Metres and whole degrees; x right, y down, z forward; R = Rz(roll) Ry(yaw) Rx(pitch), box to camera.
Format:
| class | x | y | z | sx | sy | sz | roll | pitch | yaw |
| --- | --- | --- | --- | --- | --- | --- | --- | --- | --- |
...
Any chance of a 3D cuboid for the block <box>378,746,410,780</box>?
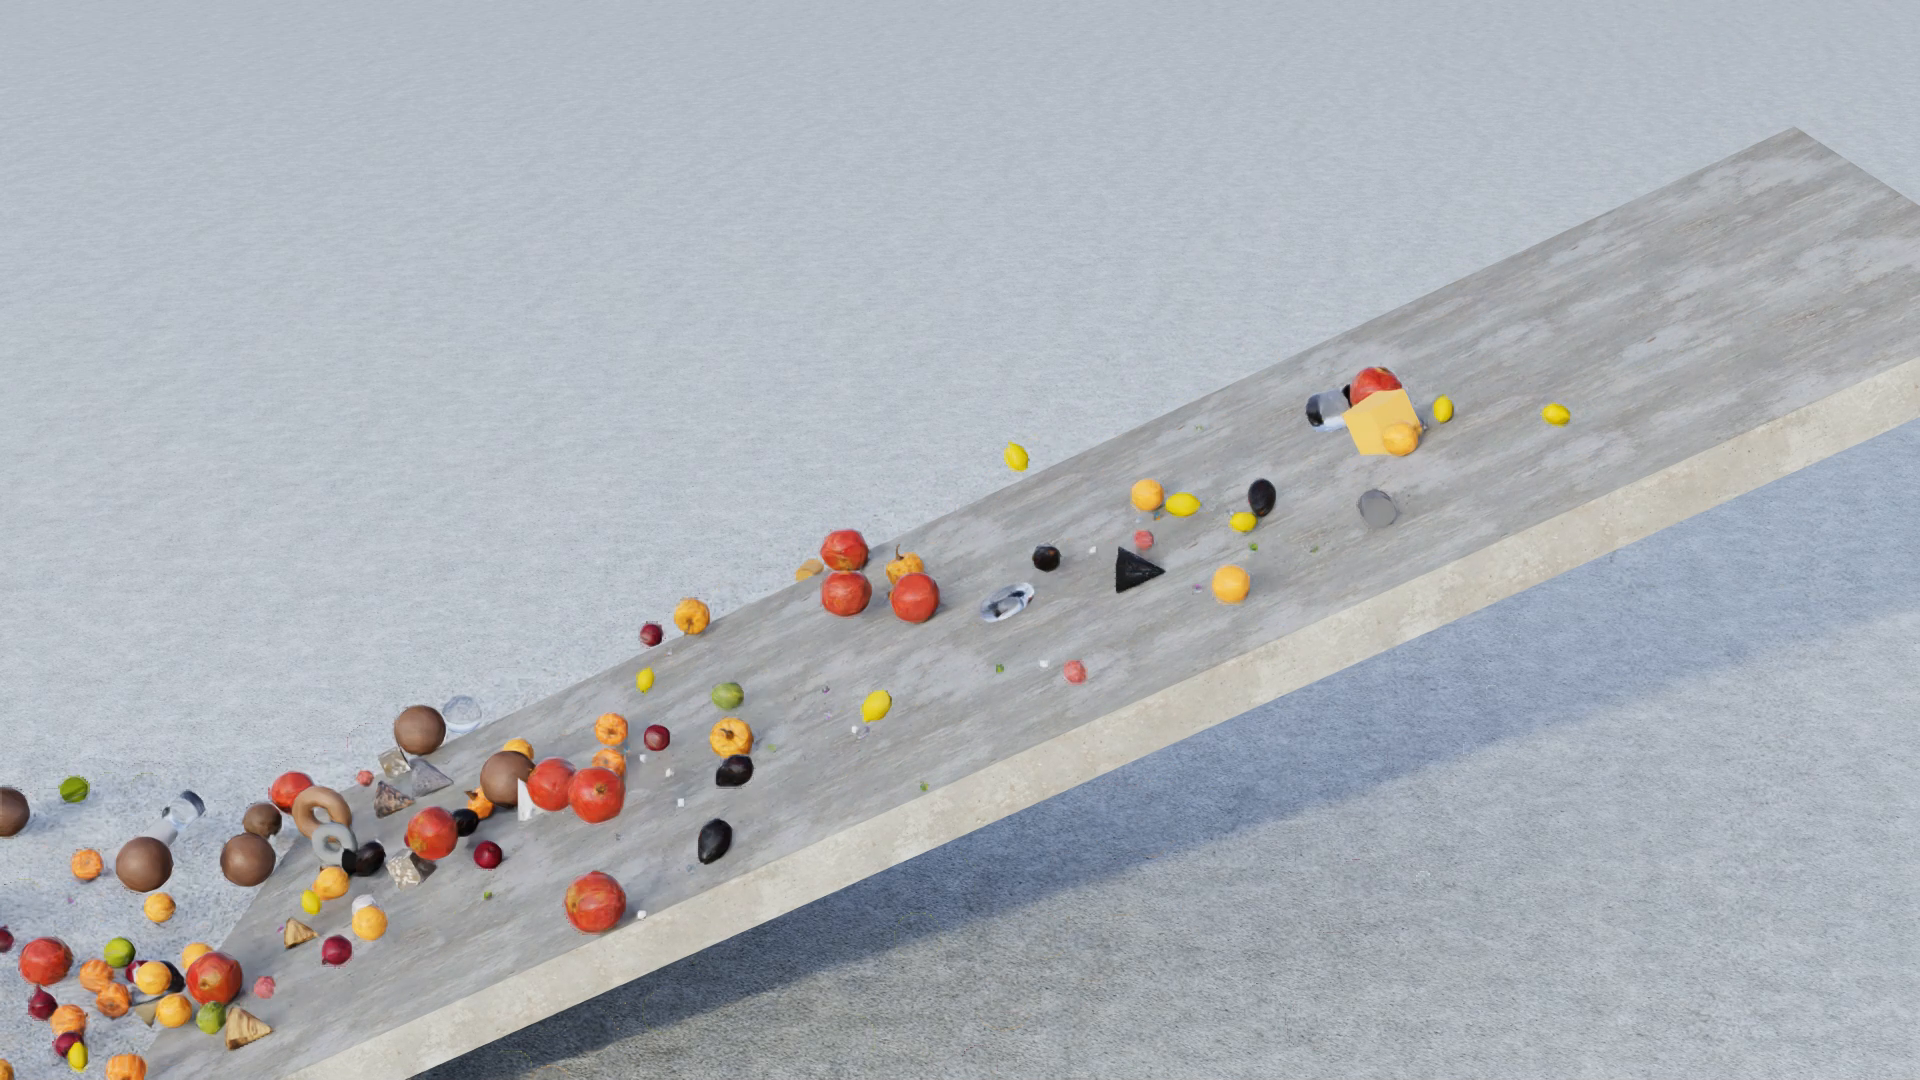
| class | x | y | z | sx | sy | sz | roll | pitch | yaw |
| --- | --- | --- | --- | --- | --- | --- | --- | --- | --- |
| block | -1.430 | 0.563 | 7.432 | 0.058 | 0.058 | 0.058 | -28 | 13 | -7 |

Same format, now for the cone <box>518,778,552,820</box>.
| class | x | y | z | sx | sy | sz | roll | pitch | yaw |
| --- | --- | --- | --- | --- | --- | --- | --- | --- | --- |
| cone | -0.954 | 0.559 | 6.478 | 0.085 | 0.085 | 0.085 | -25 | 13 | 6 |

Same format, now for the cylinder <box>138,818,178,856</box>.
| class | x | y | z | sx | sy | sz | roll | pitch | yaw |
| --- | --- | --- | --- | --- | --- | --- | --- | --- | --- |
| cylinder | -2.009 | 0.745 | 7.372 | 0.068 | 0.068 | 0.068 | 9 | 43 | 29 |

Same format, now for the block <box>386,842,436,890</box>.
| class | x | y | z | sx | sy | sz | roll | pitch | yaw |
| --- | --- | --- | --- | --- | --- | --- | --- | --- | --- |
| block | -1.196 | 0.711 | 6.409 | 0.066 | 0.066 | 0.066 | -20 | 15 | 25 |

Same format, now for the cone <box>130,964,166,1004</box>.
| class | x | y | z | sx | sy | sz | roll | pitch | yaw |
| --- | --- | --- | --- | --- | --- | --- | --- | --- | --- |
| cone | -1.834 | 0.984 | 6.591 | 0.082 | 0.082 | 0.082 | -16 | 11 | 3 |

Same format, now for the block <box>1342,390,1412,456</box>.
| class | x | y | z | sx | sy | sz | roll | pitch | yaw |
| --- | --- | --- | --- | --- | --- | --- | --- | --- | --- |
| block | 0.864 | -0.240 | 6.012 | 0.097 | 0.097 | 0.097 | -33 | 15 | -25 |

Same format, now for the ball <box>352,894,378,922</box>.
| class | x | y | z | sx | sy | sz | roll | pitch | yaw |
| --- | --- | --- | --- | --- | --- | --- | --- | --- | --- |
| ball | -1.271 | 0.786 | 6.284 | 0.057 | 0.057 | 0.057 | 0 | 16 | 0 |

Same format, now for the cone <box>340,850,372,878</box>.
| class | x | y | z | sx | sy | sz | roll | pitch | yaw |
| --- | --- | --- | --- | --- | --- | --- | --- | --- | --- |
| cone | -1.370 | 0.738 | 6.713 | 0.067 | 0.067 | 0.067 | -8 | 14 | 13 |

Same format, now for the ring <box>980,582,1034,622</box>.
| class | x | y | z | sx | sy | sz | roll | pitch | yaw |
| --- | --- | --- | --- | --- | --- | --- | --- | --- | --- |
| ring | 0.098 | 0.131 | 6.191 | 0.126 | 0.042 | 0.126 | -27 | 13 | 7 |

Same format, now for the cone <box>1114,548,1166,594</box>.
| class | x | y | z | sx | sy | sz | roll | pitch | yaw |
| --- | --- | --- | --- | --- | --- | --- | --- | --- | --- |
| cone | 0.368 | 0.061 | 5.931 | 0.098 | 0.098 | 0.098 | -2 | 15 | 12 |

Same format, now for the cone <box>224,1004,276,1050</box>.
| class | x | y | z | sx | sy | sz | roll | pitch | yaw |
| --- | --- | --- | --- | --- | --- | --- | --- | --- | --- |
| cone | -1.405 | 0.975 | 5.864 | 0.090 | 0.090 | 0.090 | 3 | 16 | 8 |

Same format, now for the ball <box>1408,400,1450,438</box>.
| class | x | y | z | sx | sy | sz | roll | pitch | yaw |
| --- | --- | --- | --- | --- | --- | --- | --- | --- | --- |
| ball | 0.954 | -0.235 | 6.009 | 0.100 | 0.100 | 0.100 | 0 | 16 | 0 |

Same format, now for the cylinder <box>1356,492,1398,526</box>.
| class | x | y | z | sx | sy | sz | roll | pitch | yaw |
| --- | --- | --- | --- | --- | --- | --- | --- | --- | --- |
| cylinder | 0.786 | -0.059 | 5.548 | 0.061 | 0.061 | 0.061 | -3 | -1 | -9 |

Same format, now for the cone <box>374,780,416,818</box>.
| class | x | y | z | sx | sy | sz | roll | pitch | yaw |
| --- | --- | --- | --- | --- | --- | --- | --- | --- | --- |
| cone | -1.347 | 0.627 | 7.067 | 0.092 | 0.092 | 0.092 | 3 | 16 | 8 |

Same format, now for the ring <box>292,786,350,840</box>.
| class | x | y | z | sx | sy | sz | roll | pitch | yaw |
| --- | --- | --- | --- | --- | --- | --- | --- | --- | --- |
| ring | -1.527 | 0.657 | 7.038 | 0.150 | 0.150 | 0.050 | 4 | 23 | 15 |

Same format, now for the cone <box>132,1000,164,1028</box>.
| class | x | y | z | sx | sy | sz | roll | pitch | yaw |
| --- | --- | --- | --- | --- | --- | --- | --- | --- | --- |
| cone | -1.732 | 1.006 | 6.314 | 0.060 | 0.060 | 0.060 | -39 | 30 | -16 |

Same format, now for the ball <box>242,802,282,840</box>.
| class | x | y | z | sx | sy | sz | roll | pitch | yaw |
| --- | --- | --- | --- | --- | --- | --- | --- | --- | --- |
| ball | -1.763 | 0.711 | 7.431 | 0.097 | 0.097 | 0.097 | 0 | 16 | 0 |

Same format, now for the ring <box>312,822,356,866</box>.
| class | x | y | z | sx | sy | sz | roll | pitch | yaw |
| --- | --- | --- | --- | --- | --- | --- | --- | --- | --- |
| ring | -1.445 | 0.702 | 6.796 | 0.109 | 0.109 | 0.036 | 4 | 12 | 12 |

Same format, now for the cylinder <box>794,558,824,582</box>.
| class | x | y | z | sx | sy | sz | roll | pitch | yaw |
| --- | --- | --- | --- | --- | --- | --- | --- | --- | --- |
| cylinder | -0.379 | 0.084 | 7.430 | 0.055 | 0.055 | 0.055 | 8 | 31 | 26 |

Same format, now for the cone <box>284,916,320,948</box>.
| class | x | y | z | sx | sy | sz | roll | pitch | yaw |
| --- | --- | --- | --- | --- | --- | --- | --- | --- | --- |
| cone | -1.418 | 0.853 | 6.369 | 0.070 | 0.070 | 0.070 | 3 | 16 | 8 |

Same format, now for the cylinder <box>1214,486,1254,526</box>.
| class | x | y | z | sx | sy | sz | roll | pitch | yaw |
| --- | --- | --- | --- | --- | --- | --- | --- | --- | --- |
| cylinder | 0.566 | -0.063 | 6.076 | 0.078 | 0.078 | 0.078 | 4 | 20 | -2 |

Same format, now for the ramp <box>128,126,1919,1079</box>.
| class | x | y | z | sx | sy | sz | roll | pitch | yaw |
| --- | --- | --- | --- | --- | --- | --- | --- | --- | --- |
| ramp | 0.137 | 0.168 | 6.281 | 4.000 | 0.100 | 2.000 | -24 | 13 | 9 |
